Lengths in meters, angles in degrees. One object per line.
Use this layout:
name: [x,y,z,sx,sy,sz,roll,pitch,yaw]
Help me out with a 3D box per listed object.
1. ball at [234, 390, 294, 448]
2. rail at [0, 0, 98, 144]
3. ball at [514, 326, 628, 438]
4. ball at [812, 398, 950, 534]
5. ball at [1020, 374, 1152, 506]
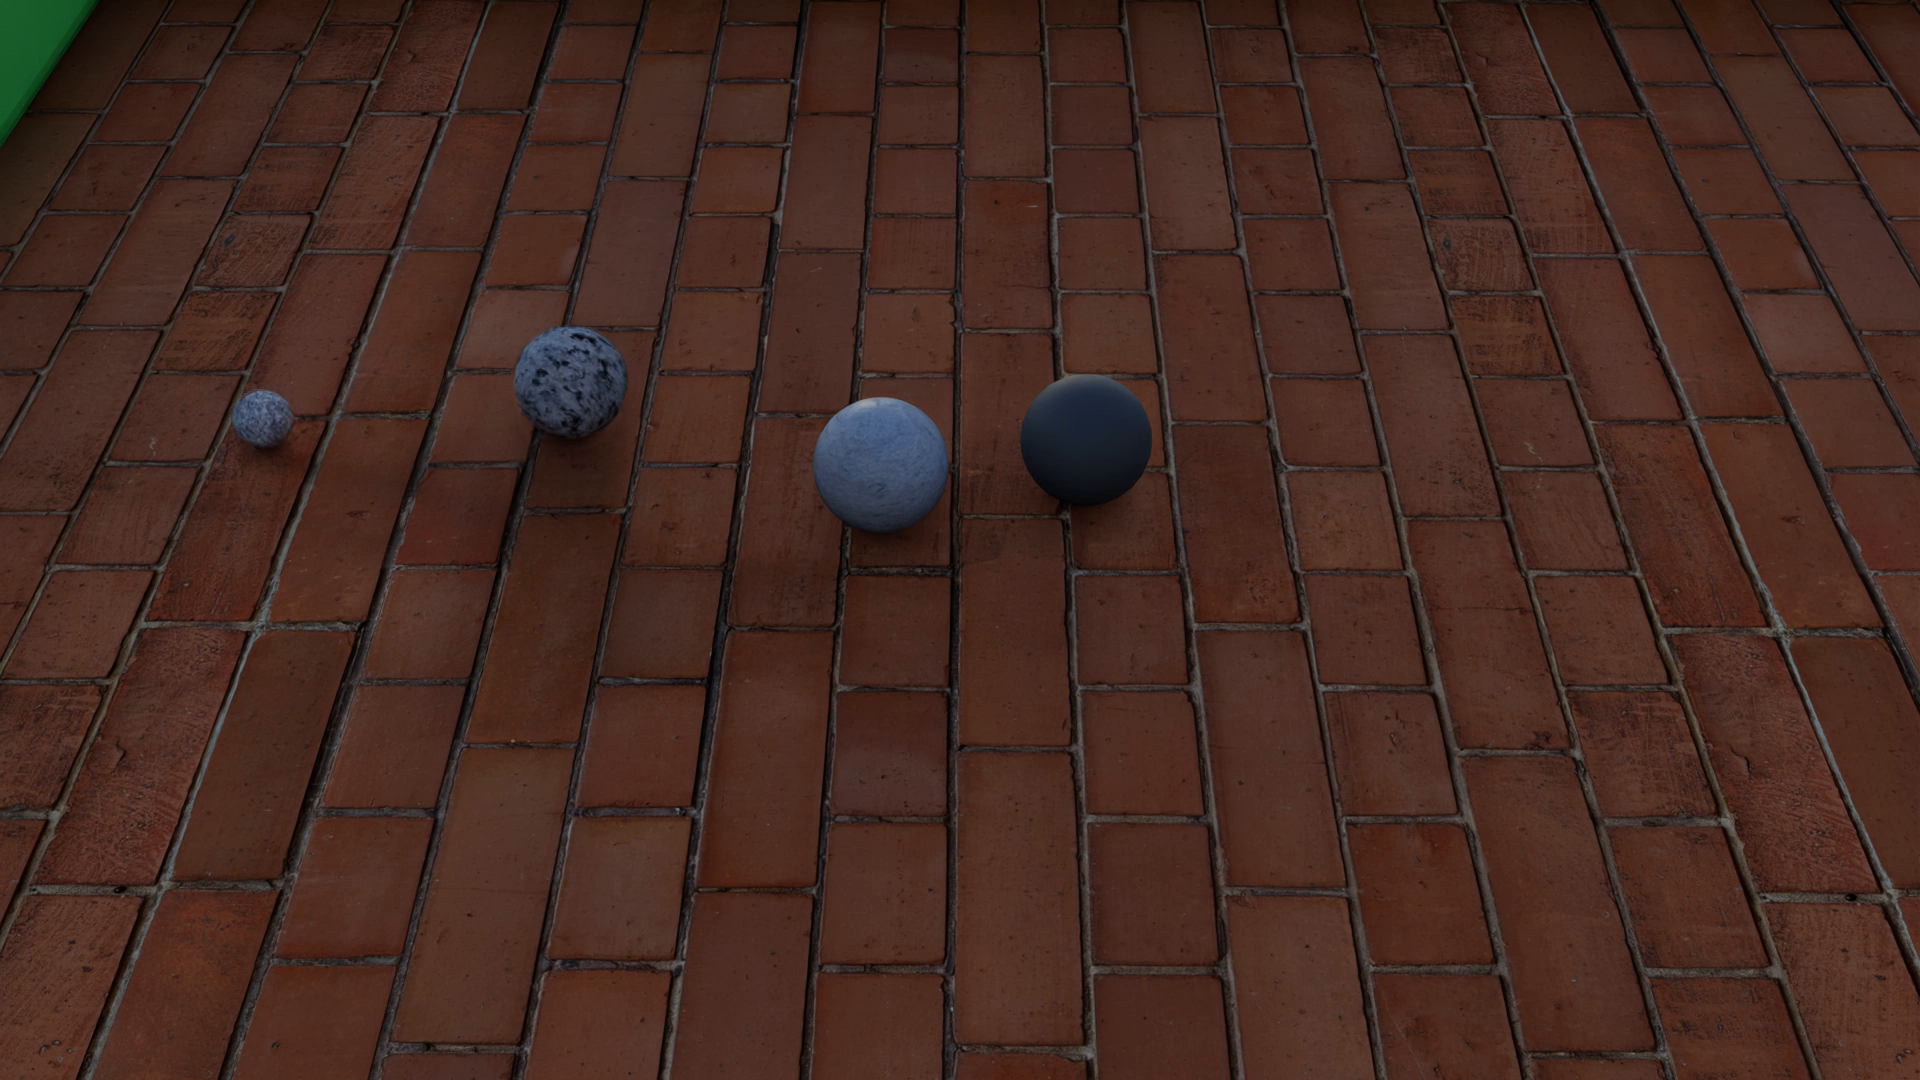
ball: [-0.503,-0.087,1.851,0.042,0.042,0.042,0,36,0]
rail: [-0.822,-0.023,1.692,0.045,0.121,1.965,0,36,0]
ball: [-0.282,-0.114,1.855,0.081,0.081,0.081,0,36,0]
ball: [-0.054,-0.051,1.758,0.093,0.093,0.093,0,36,0]
ball: [0.088,-0.070,1.785,0.092,0.092,0.092,0,36,0]
